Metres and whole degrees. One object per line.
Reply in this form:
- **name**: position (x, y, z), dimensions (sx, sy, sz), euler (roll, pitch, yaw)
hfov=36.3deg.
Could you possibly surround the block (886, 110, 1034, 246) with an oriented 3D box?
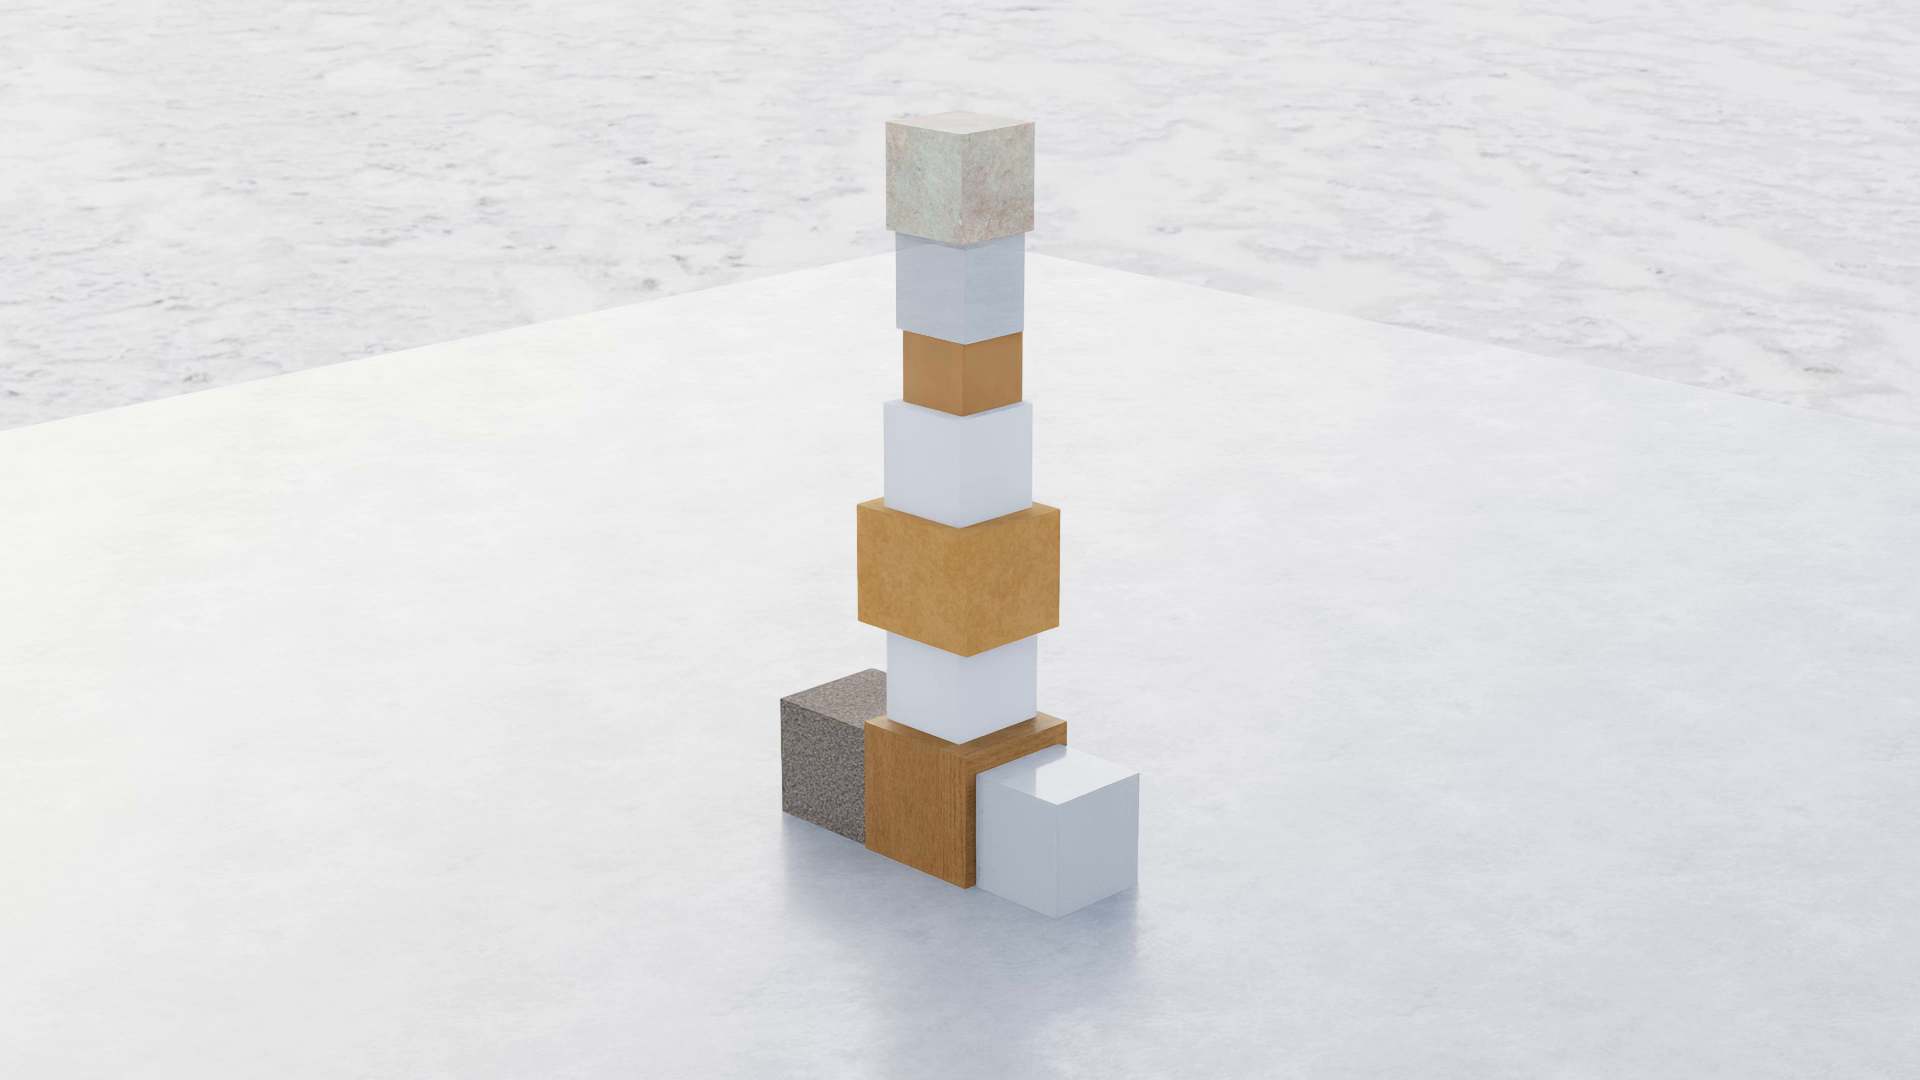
- **block**: position (0.000, -1.593, 12.841), dimensions (0.451, 0.478, 0.471), euler (-17, 24, -42)

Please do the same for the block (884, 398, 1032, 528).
- **block**: position (-0.009, -0.383, 13.212), dimensions (0.466, 0.487, 0.483), euler (-17, 24, -42)

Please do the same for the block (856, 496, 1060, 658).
- **block**: position (-0.008, 0.116, 13.370), dimensions (0.601, 0.561, 0.707), euler (-17, 24, -42)

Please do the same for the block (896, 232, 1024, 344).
- **block**: position (0.000, -1.150, 12.980), dimensions (0.372, 0.449, 0.436), euler (-17, 24, -42)

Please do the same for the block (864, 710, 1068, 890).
- **block**: position (0.027, 1.141, 13.655), dimensions (0.667, 0.635, 0.661), euler (-17, 24, -42)

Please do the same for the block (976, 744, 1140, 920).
- **block**: position (0.441, 1.310, 13.265), dimensions (0.541, 0.547, 0.502), euler (-17, 24, -42)

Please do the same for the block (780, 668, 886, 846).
- **block**: position (-0.432, 1.032, 14.090), dimensions (0.607, 0.581, 0.601), euler (-17, 24, -42)

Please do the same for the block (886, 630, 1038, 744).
- **block**: position (0.009, 0.601, 13.540), dimensions (0.511, 0.465, 0.472), euler (-17, 24, -42)

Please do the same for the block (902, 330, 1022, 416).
- **block**: position (0.012, -0.781, 13.109), dimensions (0.381, 0.333, 0.378), euler (-17, 24, -42)
